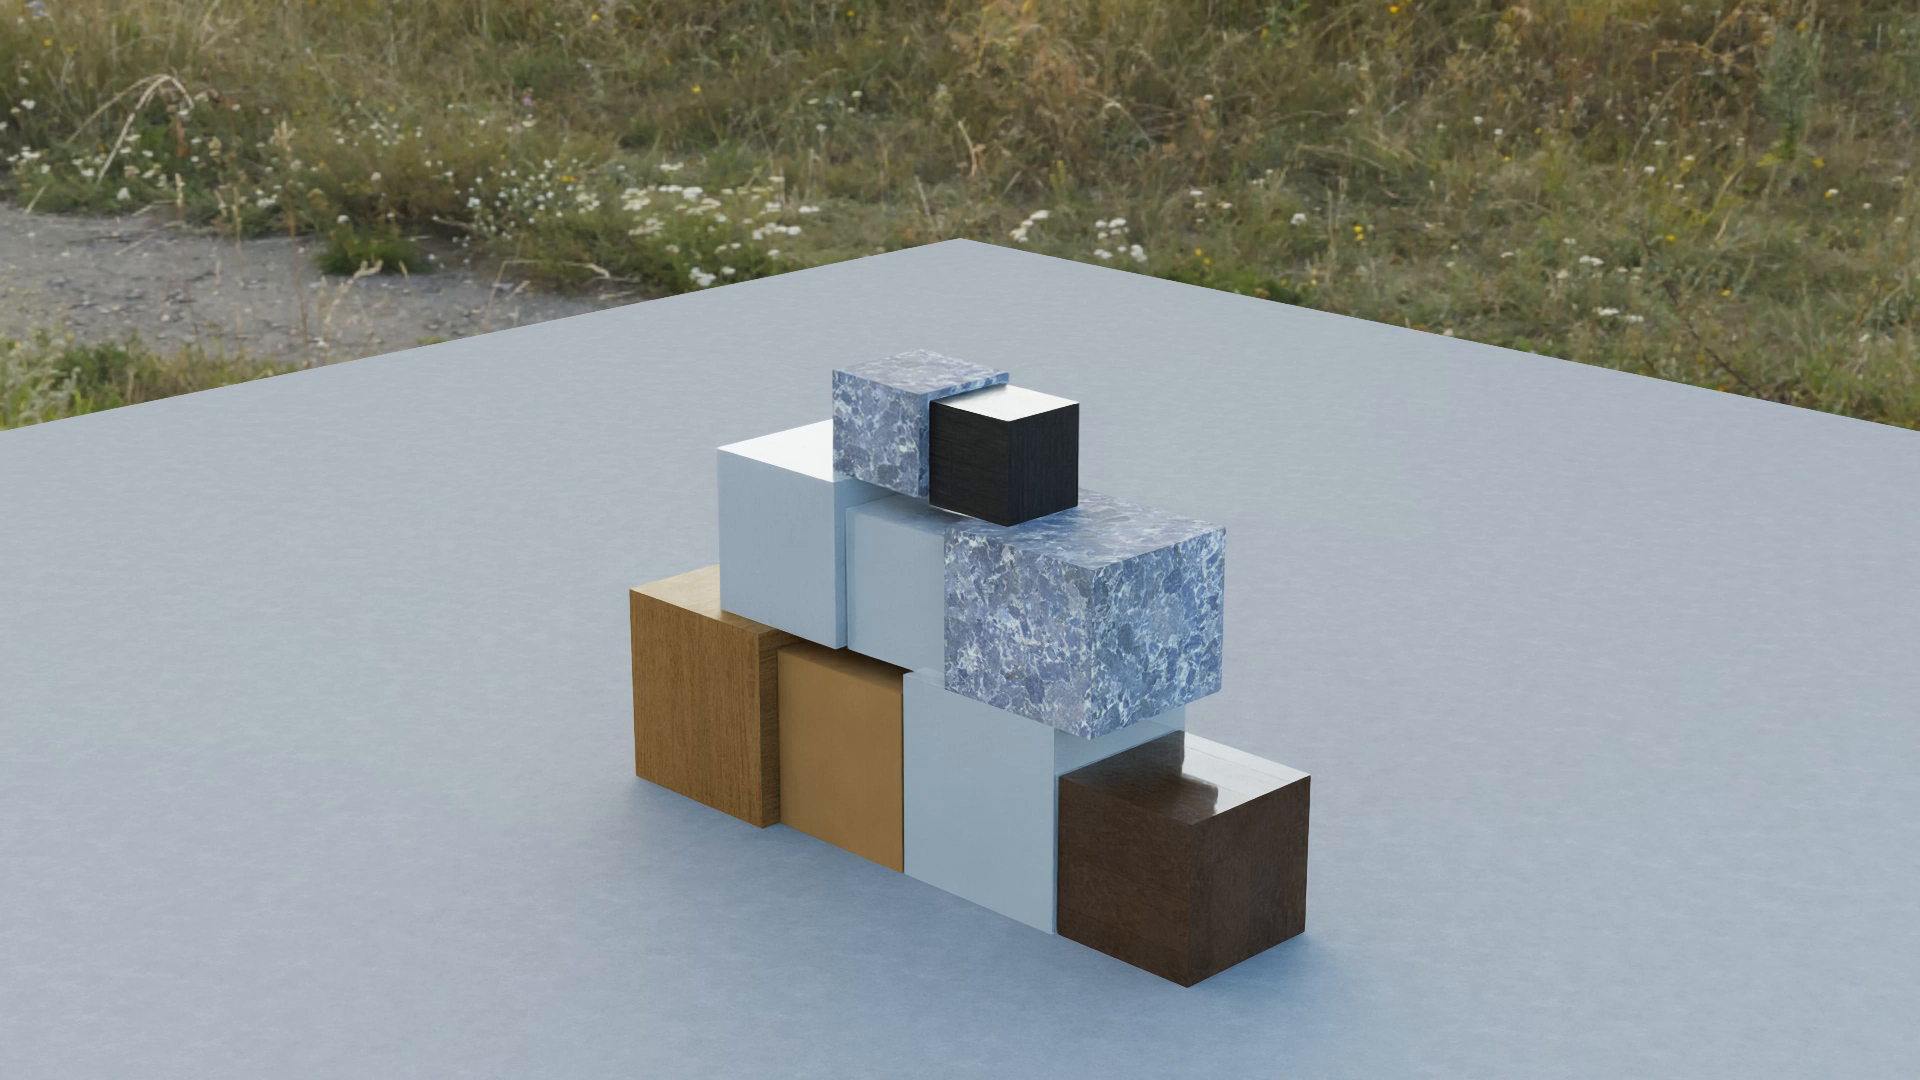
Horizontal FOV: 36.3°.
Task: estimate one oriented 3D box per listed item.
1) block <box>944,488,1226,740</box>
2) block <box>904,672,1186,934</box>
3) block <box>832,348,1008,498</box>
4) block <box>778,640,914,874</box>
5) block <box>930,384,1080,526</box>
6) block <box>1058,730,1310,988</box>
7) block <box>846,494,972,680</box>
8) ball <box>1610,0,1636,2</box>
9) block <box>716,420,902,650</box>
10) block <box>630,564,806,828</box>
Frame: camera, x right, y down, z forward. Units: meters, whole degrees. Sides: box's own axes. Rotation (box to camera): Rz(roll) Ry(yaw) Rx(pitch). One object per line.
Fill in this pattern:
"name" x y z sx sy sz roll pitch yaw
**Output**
"block" 0.544 0.303 12.876 0.855 0.757 0.879 -17 24 -42
"block" 0.379 1.076 13.299 0.864 0.973 0.930 -17 24 -42
"block" -0.181 -0.538 13.340 0.564 0.478 0.564 -17 25 -42
"block" -0.250 0.931 13.918 0.884 0.879 0.836 -17 24 -42
"block" 0.195 -0.382 12.997 0.449 0.477 0.487 -17 24 -42
"block" 0.971 1.369 12.752 0.789 0.741 0.750 -17 24 -42
"block" -0.025 0.175 13.425 0.706 0.672 0.693 -17 23 -42
"ball" 3.645 -3.749 15.984 1.600 1.600 1.600 0 17 0
"block" -0.575 -0.050 13.902 0.801 0.798 0.813 -17 24 -42
"block" -0.897 0.693 14.506 1.079 0.981 0.954 -17 24 -42
